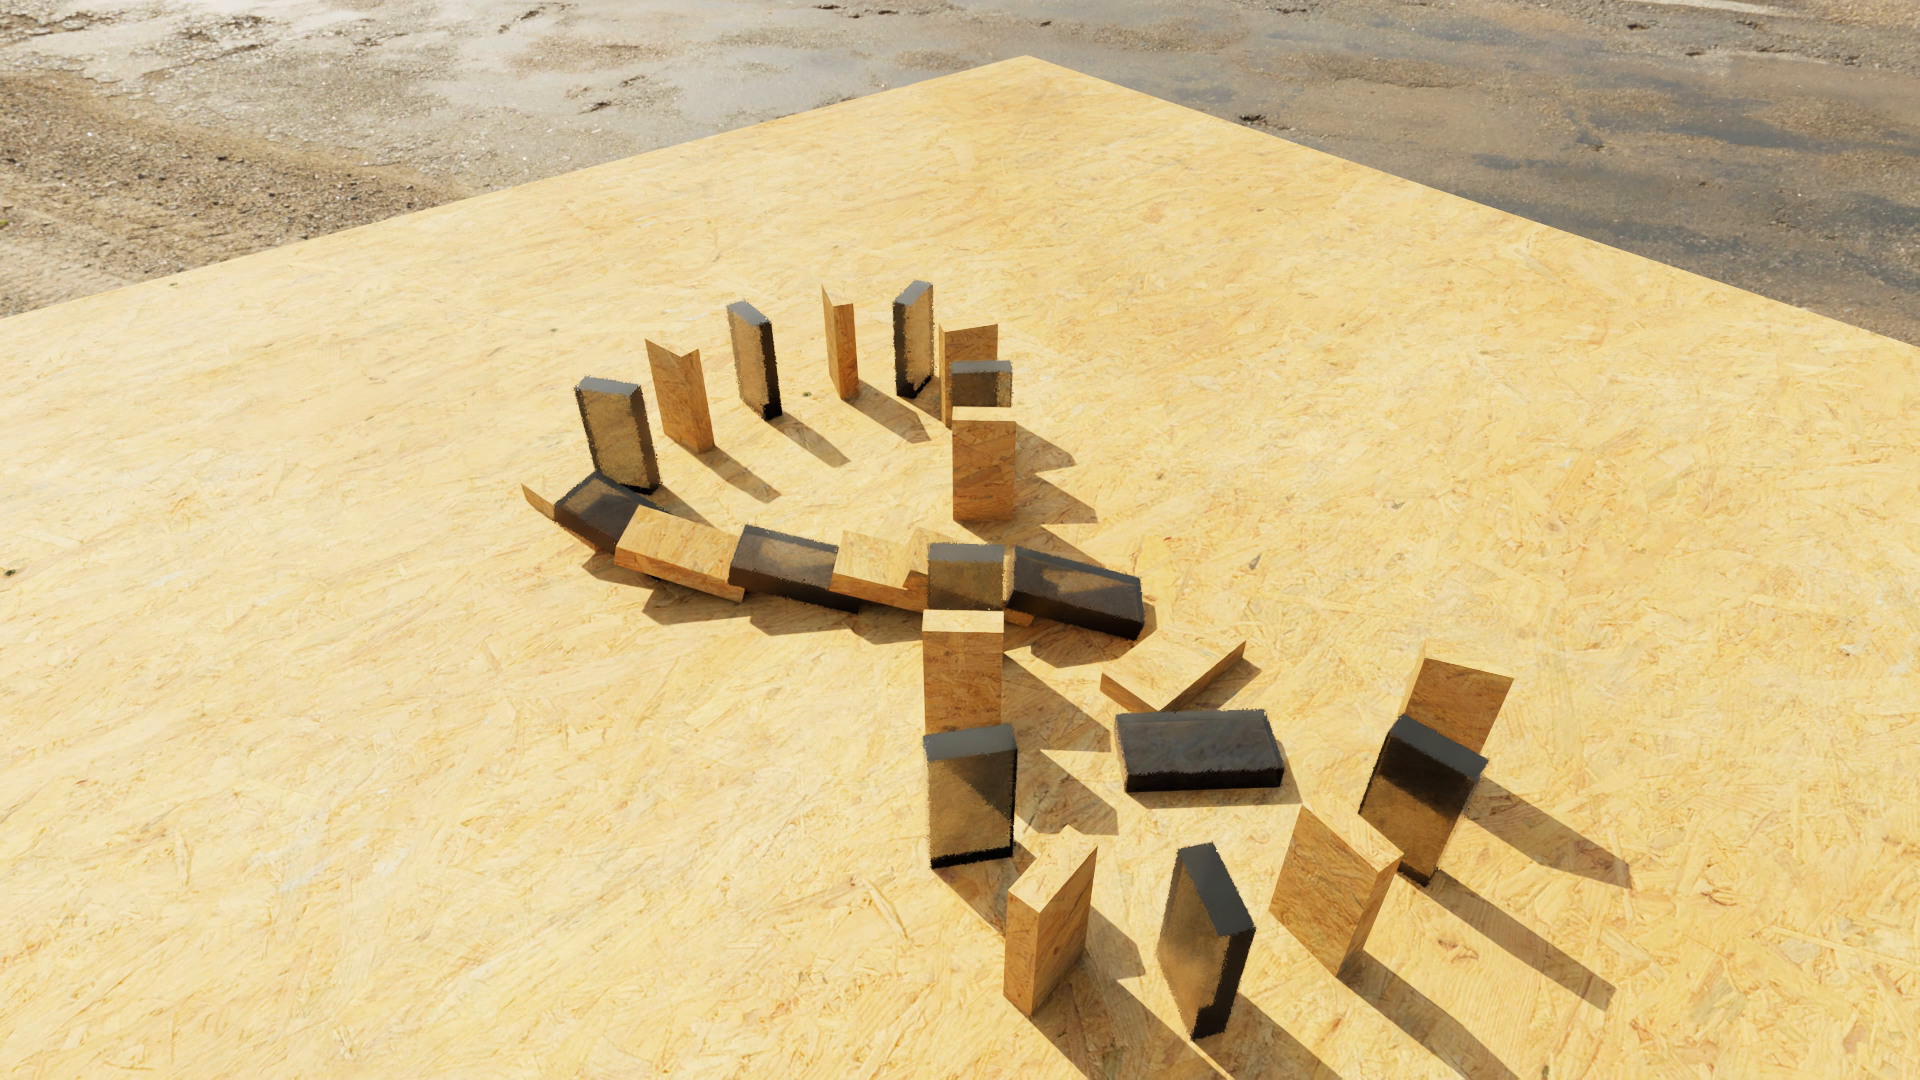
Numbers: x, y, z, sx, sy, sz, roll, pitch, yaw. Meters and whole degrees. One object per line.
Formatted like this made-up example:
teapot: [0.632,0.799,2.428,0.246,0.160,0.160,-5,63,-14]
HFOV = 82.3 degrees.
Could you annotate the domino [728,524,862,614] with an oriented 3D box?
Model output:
domino: [-0.061,0.011,0.421,0.050,0.010,0.025,13,39,-5]

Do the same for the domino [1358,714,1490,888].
domino: [0.132,0.076,0.319,0.025,0.050,0.009,30,48,31]

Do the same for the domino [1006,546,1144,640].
domino: [0.043,0.020,0.409,0.050,0.009,0.025,14,39,-7]

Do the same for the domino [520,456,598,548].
domino: [-0.159,-0.016,0.463,0.050,0.010,0.025,29,47,30]

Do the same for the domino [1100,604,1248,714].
domino: [0.076,0.044,0.390,0.050,0.010,0.025,-31,48,-32]

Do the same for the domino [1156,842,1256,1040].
domino: [0.063,0.104,0.284,0.010,0.050,0.025,-9,40,-11]

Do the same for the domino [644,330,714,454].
domino: [-0.125,-0.066,0.492,0.025,0.050,0.009,28,47,30]

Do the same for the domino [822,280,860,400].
domino: [-0.057,-0.096,0.529,0.010,0.050,0.025,-12,41,-14]

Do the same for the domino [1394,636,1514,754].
domino: [0.153,0.054,0.345,0.025,0.050,0.010,13,41,15]

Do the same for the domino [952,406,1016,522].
domino: [0.010,-0.030,0.449,0.025,0.050,0.010,1,39,1]

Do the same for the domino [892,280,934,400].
domino: [-0.022,-0.096,0.529,0.009,0.050,0.025,15,42,17]

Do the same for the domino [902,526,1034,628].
domino: [0.005,0.014,0.413,0.050,0.009,0.025,19,39,-11]

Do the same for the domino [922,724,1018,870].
domino: [0.003,0.075,0.320,0.025,0.050,0.009,-6,40,-8]

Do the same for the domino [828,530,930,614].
domino: [-0.023,0.013,0.418,0.050,0.010,0.025,14,39,-6]

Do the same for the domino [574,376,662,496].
domino: [-0.144,-0.044,0.465,0.025,0.050,0.009,10,40,12]

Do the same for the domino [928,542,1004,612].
domino: [0.002,0.024,0.383,0.025,0.050,0.010,2,39,2]

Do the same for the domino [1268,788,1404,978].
domino: [0.100,0.093,0.298,0.009,0.050,0.025,-23,45,-26]

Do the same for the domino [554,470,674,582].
domino: [-0.133,-0.006,0.439,0.050,0.010,0.025,29,45,7]

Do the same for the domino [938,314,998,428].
domino: [0.004,-0.077,0.506,0.025,0.050,0.009,-11,41,-13]

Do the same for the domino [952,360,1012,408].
domino: [0.009,-0.053,0.476,0.025,0.050,0.009,-2,39,-2]

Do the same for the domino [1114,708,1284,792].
domino: [0.077,0.069,0.360,0.050,0.010,0.025,-2,39,-2]

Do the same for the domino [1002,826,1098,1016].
domino: [0.023,0.101,0.289,0.009,0.050,0.025,28,47,30]

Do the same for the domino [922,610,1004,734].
domino: [0.001,0.044,0.357,0.025,0.050,0.009,1,39,1]

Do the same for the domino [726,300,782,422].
domino: [-0.096,-0.083,0.513,0.009,0.050,0.025,-25,45,-27]

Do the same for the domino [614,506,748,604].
domino: [-0.104,0.005,0.425,0.050,0.010,0.025,18,41,-6]
